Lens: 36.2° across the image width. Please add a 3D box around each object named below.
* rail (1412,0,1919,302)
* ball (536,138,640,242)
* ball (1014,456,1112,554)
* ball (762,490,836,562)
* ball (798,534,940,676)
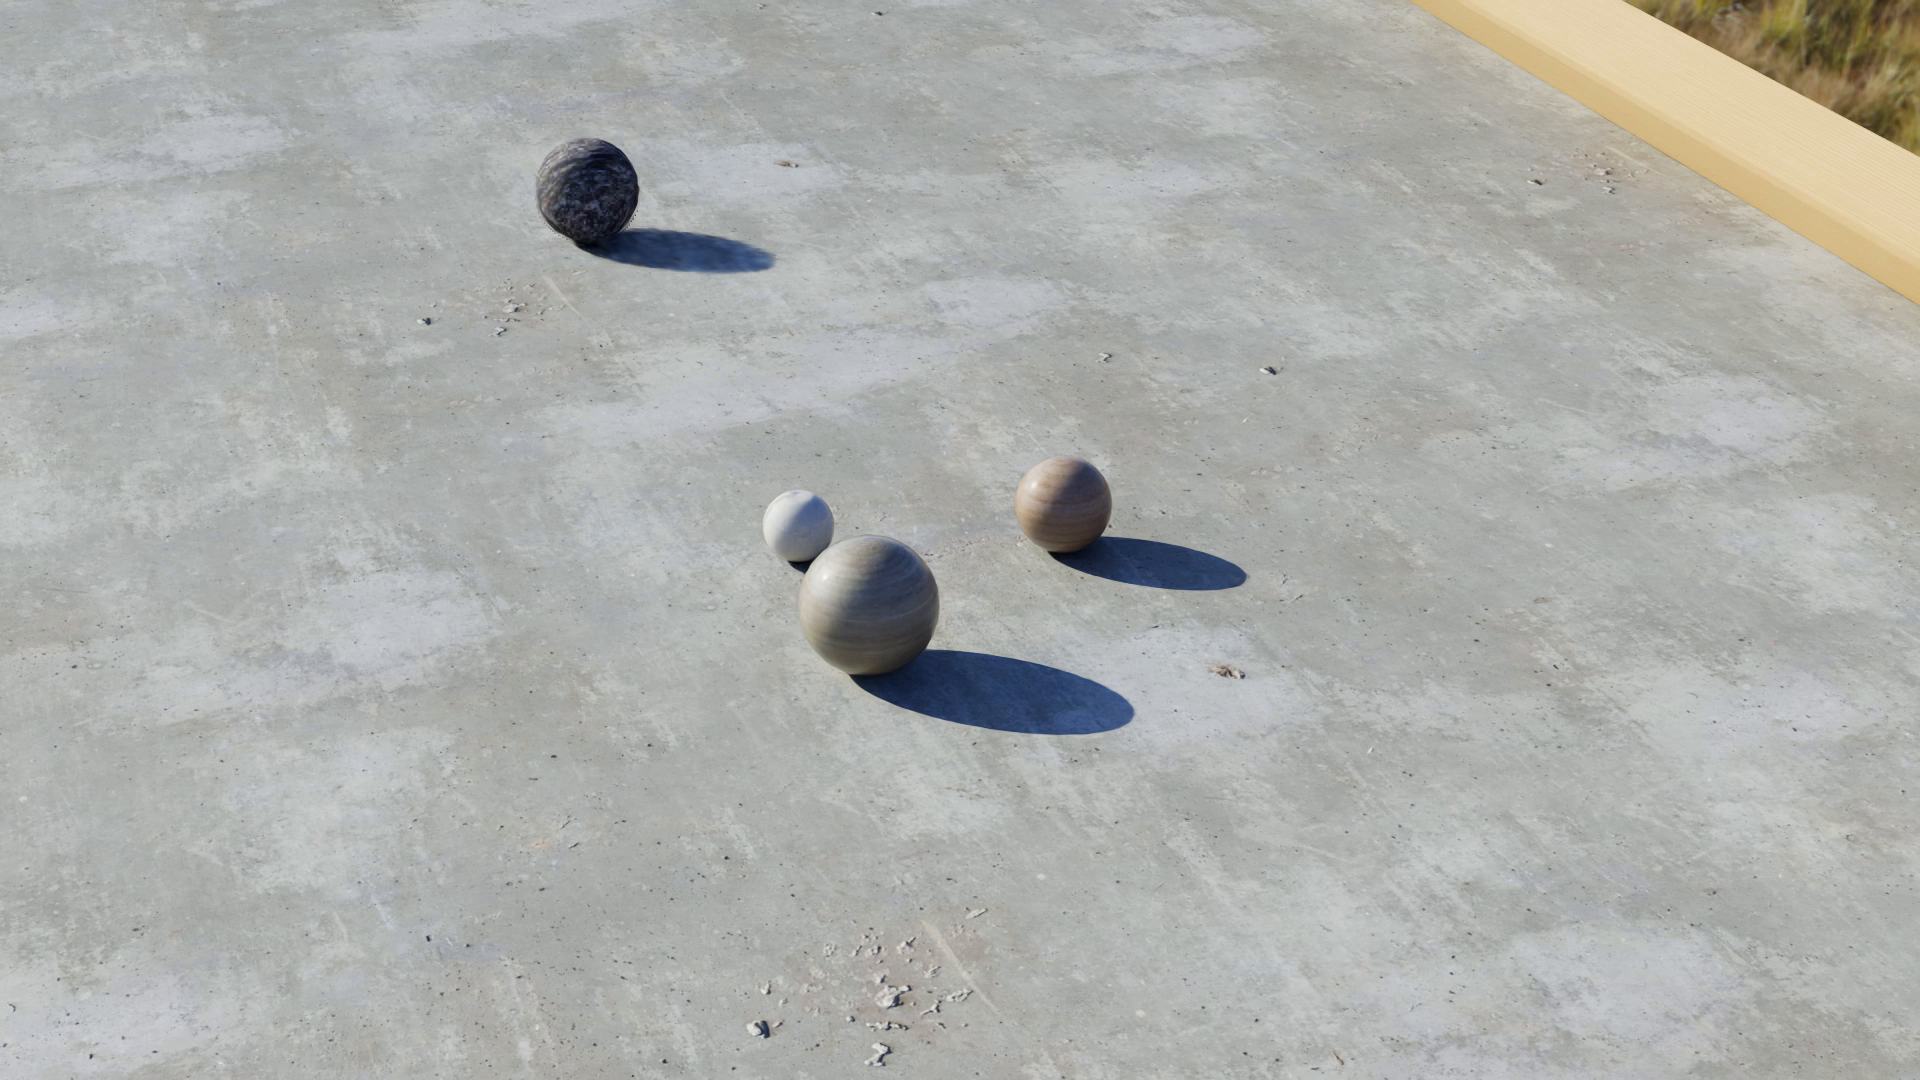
[{"bbox_3d":[0.555,-0.505,2.879,0.045,0.115,3.334,-9,28,-17],"label":"rail"},{"bbox_3d":[-0.317,-0.298,2.501,0.088,0.088,0.088,0,27,0],"label":"ball"},{"bbox_3d":[0.070,-0.024,1.982,0.066,0.066,0.066,0,27,0],"label":"ball"},{"bbox_3d":[-0.108,-0.009,1.973,0.048,0.048,0.048,0,27,0],"label":"ball"},{"bbox_3d":[-0.057,0.041,1.830,0.089,0.089,0.089,0,27,0],"label":"ball"}]
